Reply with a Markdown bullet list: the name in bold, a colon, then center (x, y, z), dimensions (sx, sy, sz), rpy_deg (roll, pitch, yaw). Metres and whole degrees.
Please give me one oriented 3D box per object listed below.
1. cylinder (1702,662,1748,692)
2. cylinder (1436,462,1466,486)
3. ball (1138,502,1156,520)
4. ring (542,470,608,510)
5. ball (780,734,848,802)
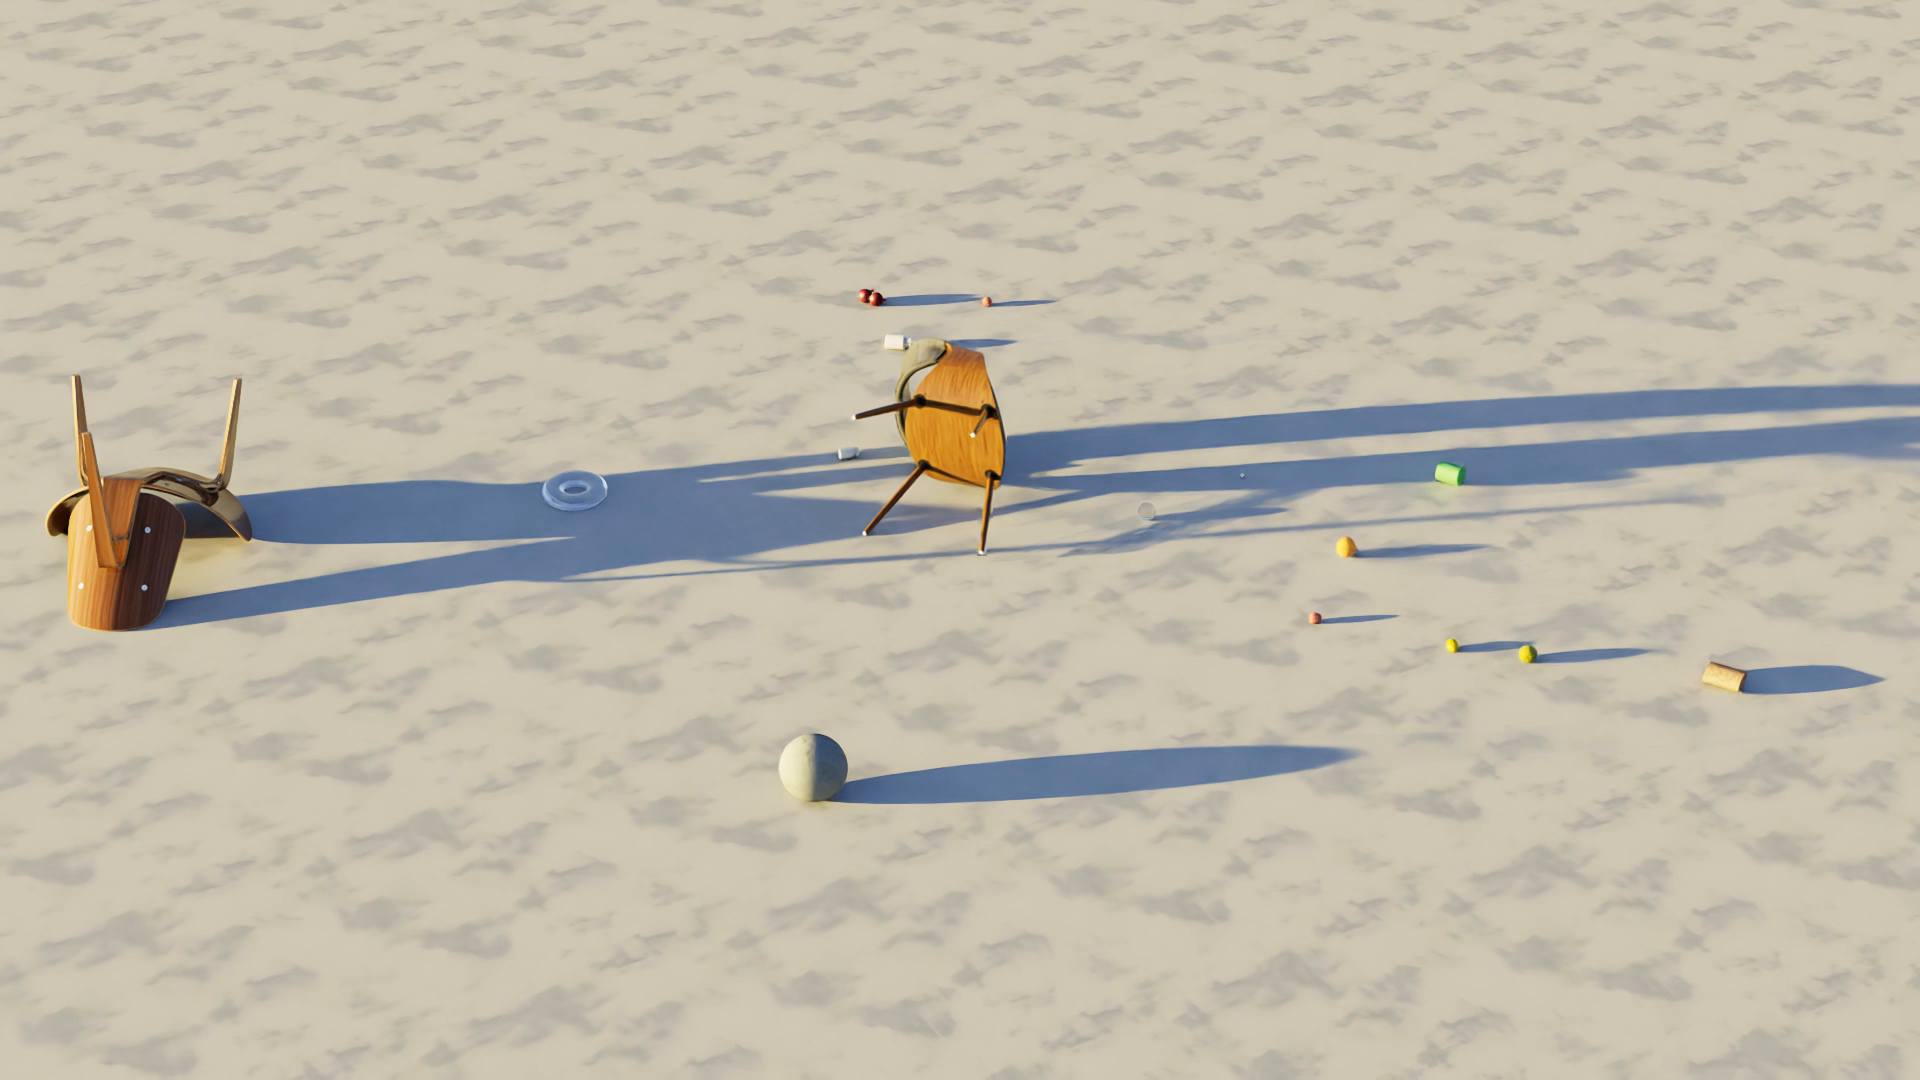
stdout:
- **cylinder**: center (2.652, 0.475, 10.165), dimensions (0.125, 0.065, 0.106), rpy_deg (18, 31, 25)
- **cylinder**: center (1.883, -0.256, 11.253), dimensions (0.087, 0.072, 0.105), rpy_deg (18, -4, 25)
- **ball**: center (0.703, -0.107, 11.045), dimensions (0.069, 0.069, 0.069), rpy_deg (0, 33, 0)
- **ring**: center (-1.469, -0.190, 11.187), dimensions (0.250, 0.051, 0.256), rpy_deg (-6, 34, -10)
- **ball**: center (-0.480, 0.746, 9.606), dimensions (0.226, 0.226, 0.226), rpy_deg (0, 33, 0)
